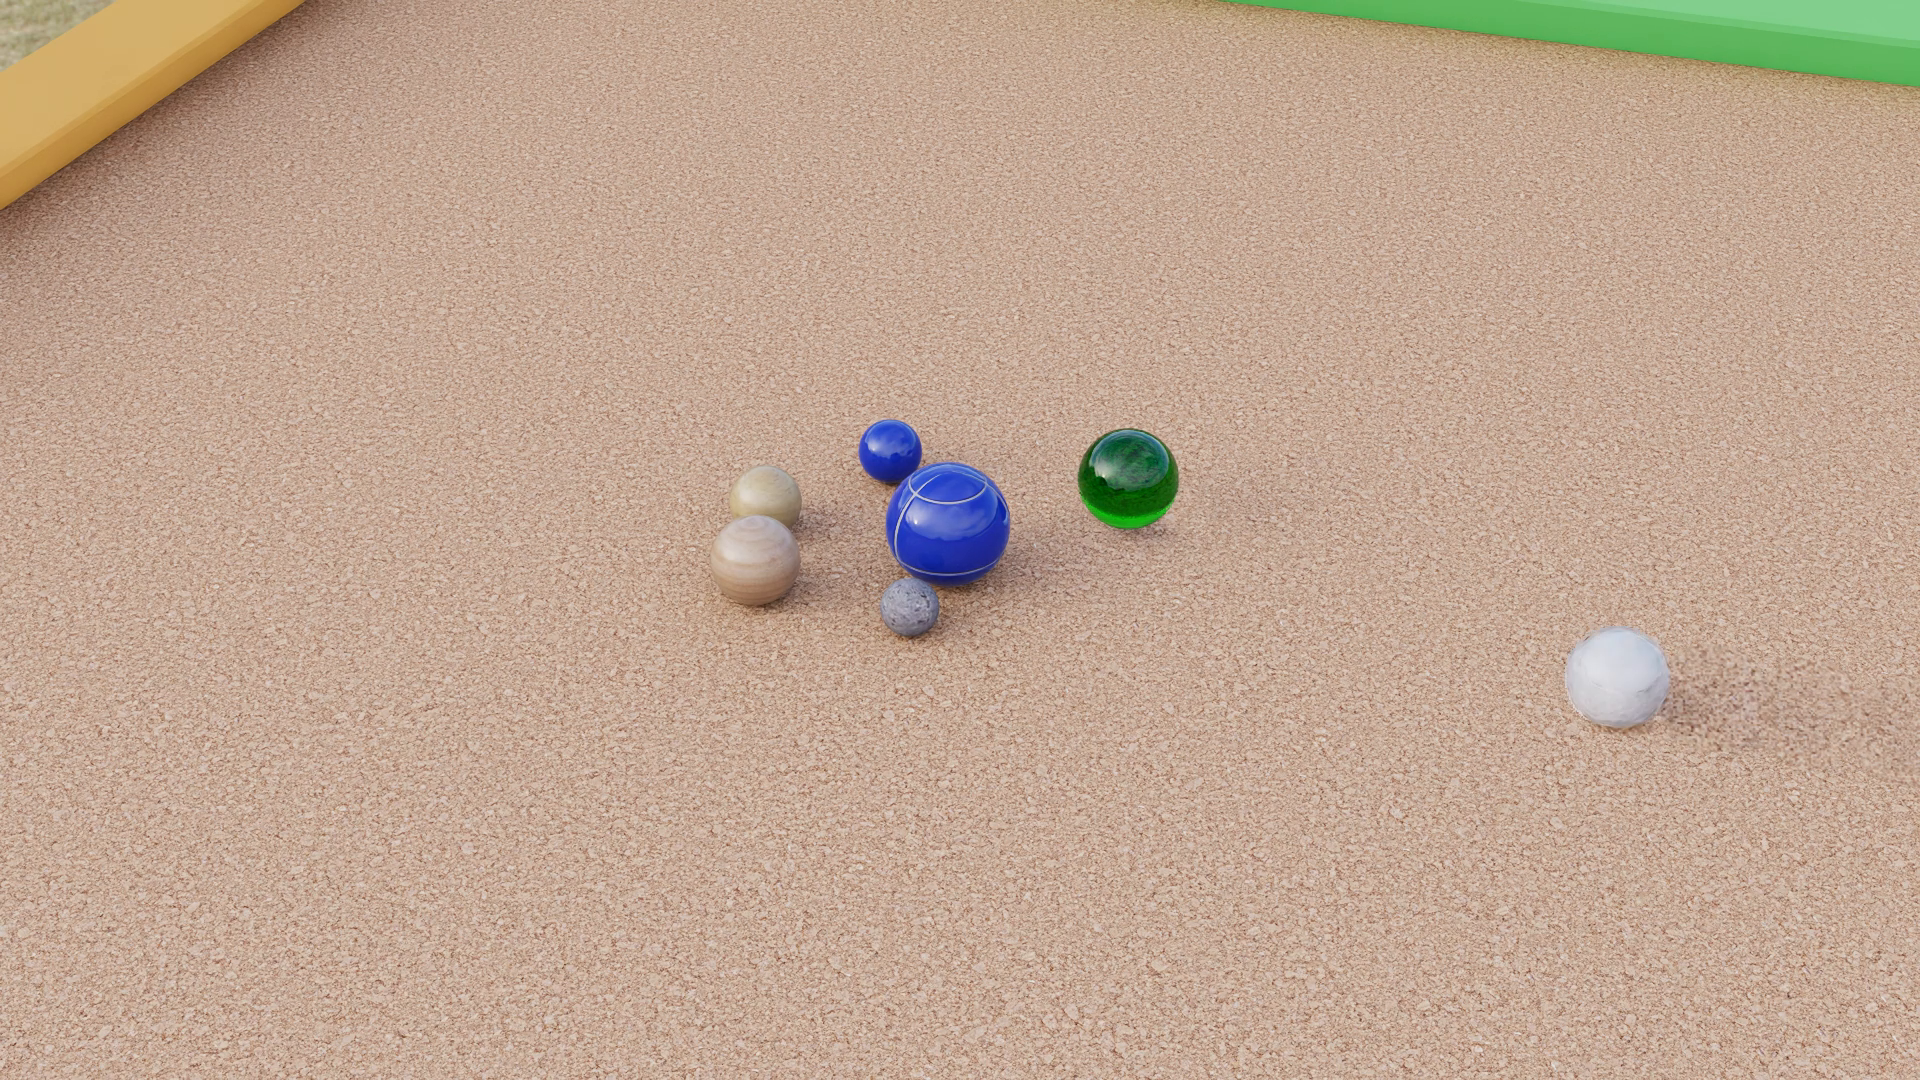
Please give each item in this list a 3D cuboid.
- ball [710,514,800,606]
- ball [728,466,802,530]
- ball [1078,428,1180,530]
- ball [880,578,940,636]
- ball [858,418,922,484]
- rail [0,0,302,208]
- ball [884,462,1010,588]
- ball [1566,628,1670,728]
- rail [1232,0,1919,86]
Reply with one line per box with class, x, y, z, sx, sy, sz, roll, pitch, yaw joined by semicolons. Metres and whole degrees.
ball;-0.156;0.015;1.958;0.069;0.069;0.069;0;33;0
ball;-0.154;-0.030;2.037;0.058;0.058;0.058;0;33;0
ball;0.134;-0.049;2.044;0.081;0.081;0.081;0;33;0
ball;-0.038;0.050;1.927;0.045;0.045;0.045;0;33;0
ball;-0.057;-0.073;2.106;0.053;0.053;0.053;0;33;0
rail;-1.027;-0.216;2.254;0.045;0.126;2.459;10;35;15
ball;-0.009;-0.012;1.974;0.097;0.097;0.097;0;33;0
ball;0.469;0.099;1.830;0.071;0.071;0.071;0;33;0
rail;1.433;-0.461;2.625;4.426;0.126;0.045;10;35;15
